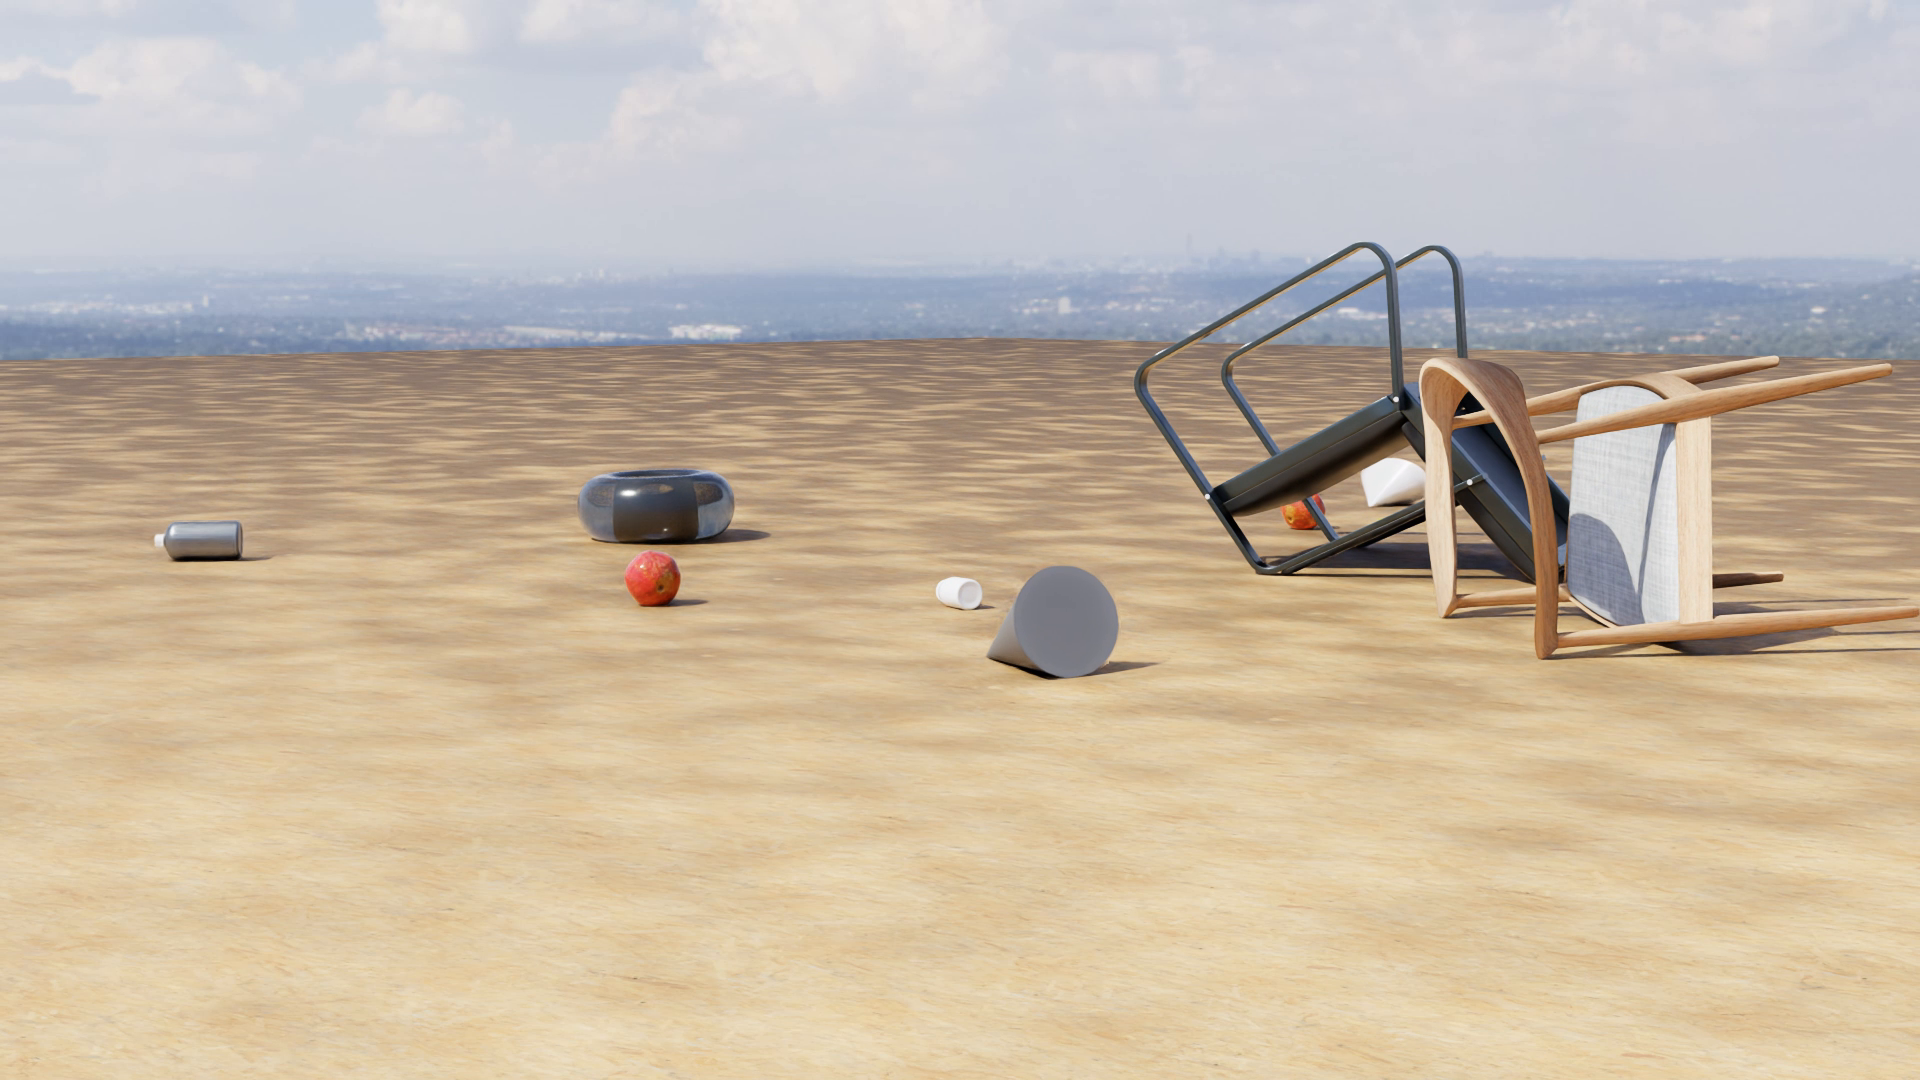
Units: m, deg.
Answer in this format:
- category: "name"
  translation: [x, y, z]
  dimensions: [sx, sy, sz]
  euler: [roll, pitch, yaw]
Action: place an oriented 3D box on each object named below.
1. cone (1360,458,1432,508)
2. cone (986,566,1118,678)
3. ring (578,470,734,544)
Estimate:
- category: "cone"
  translation: [1.212, -0.132, 7.365]
  dimensions: [0.245, 0.151, 0.147]
  euler: [-2, 30, 47]
- category: "cone"
  translation: [0.110, 0.168, 4.342]
  dimensions: [0.214, 0.188, 0.256]
  euler: [-23, -2, -36]
- category: "ring"
  translation: [-0.763, -0.085, 6.447]
  dimensions: [0.402, 0.165, 0.387]
  euler: [3, 8, 38]
